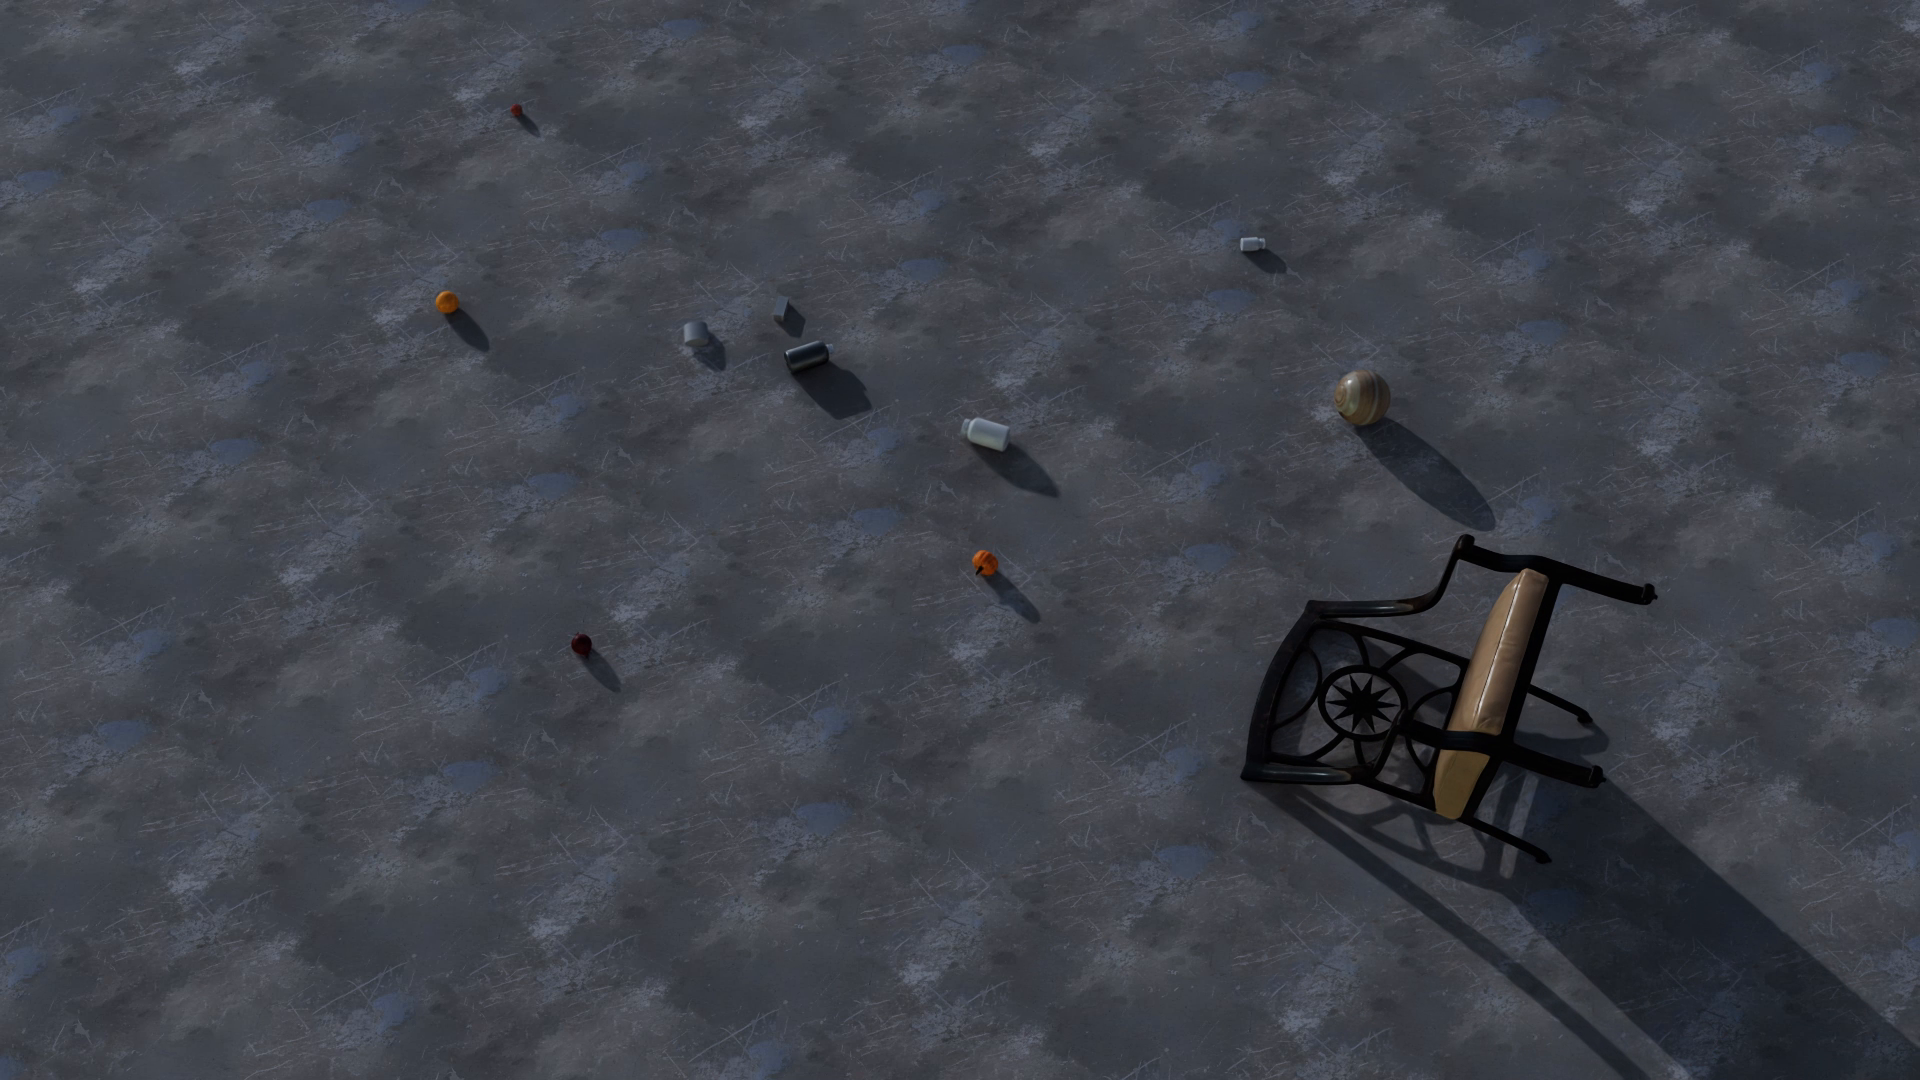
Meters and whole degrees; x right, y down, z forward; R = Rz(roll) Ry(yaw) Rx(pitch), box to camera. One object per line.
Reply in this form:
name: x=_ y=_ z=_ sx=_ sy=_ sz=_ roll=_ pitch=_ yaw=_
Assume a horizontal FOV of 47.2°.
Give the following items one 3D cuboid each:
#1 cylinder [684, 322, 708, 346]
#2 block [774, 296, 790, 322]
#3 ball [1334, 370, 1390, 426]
cylinder: x=-0.839 y=-0.654 z=6.989 sx=0.076 sy=0.039 sz=0.071 roll=-8 pitch=56 yaw=-2
block: x=-0.573 y=-0.741 z=7.054 sx=0.033 sy=0.028 sz=0.078 roll=8 pitch=57 yaw=5
ball: x=1.238 y=-0.438 z=6.764 sx=0.172 sy=0.172 sz=0.172 roll=0 pitch=56 yaw=0
